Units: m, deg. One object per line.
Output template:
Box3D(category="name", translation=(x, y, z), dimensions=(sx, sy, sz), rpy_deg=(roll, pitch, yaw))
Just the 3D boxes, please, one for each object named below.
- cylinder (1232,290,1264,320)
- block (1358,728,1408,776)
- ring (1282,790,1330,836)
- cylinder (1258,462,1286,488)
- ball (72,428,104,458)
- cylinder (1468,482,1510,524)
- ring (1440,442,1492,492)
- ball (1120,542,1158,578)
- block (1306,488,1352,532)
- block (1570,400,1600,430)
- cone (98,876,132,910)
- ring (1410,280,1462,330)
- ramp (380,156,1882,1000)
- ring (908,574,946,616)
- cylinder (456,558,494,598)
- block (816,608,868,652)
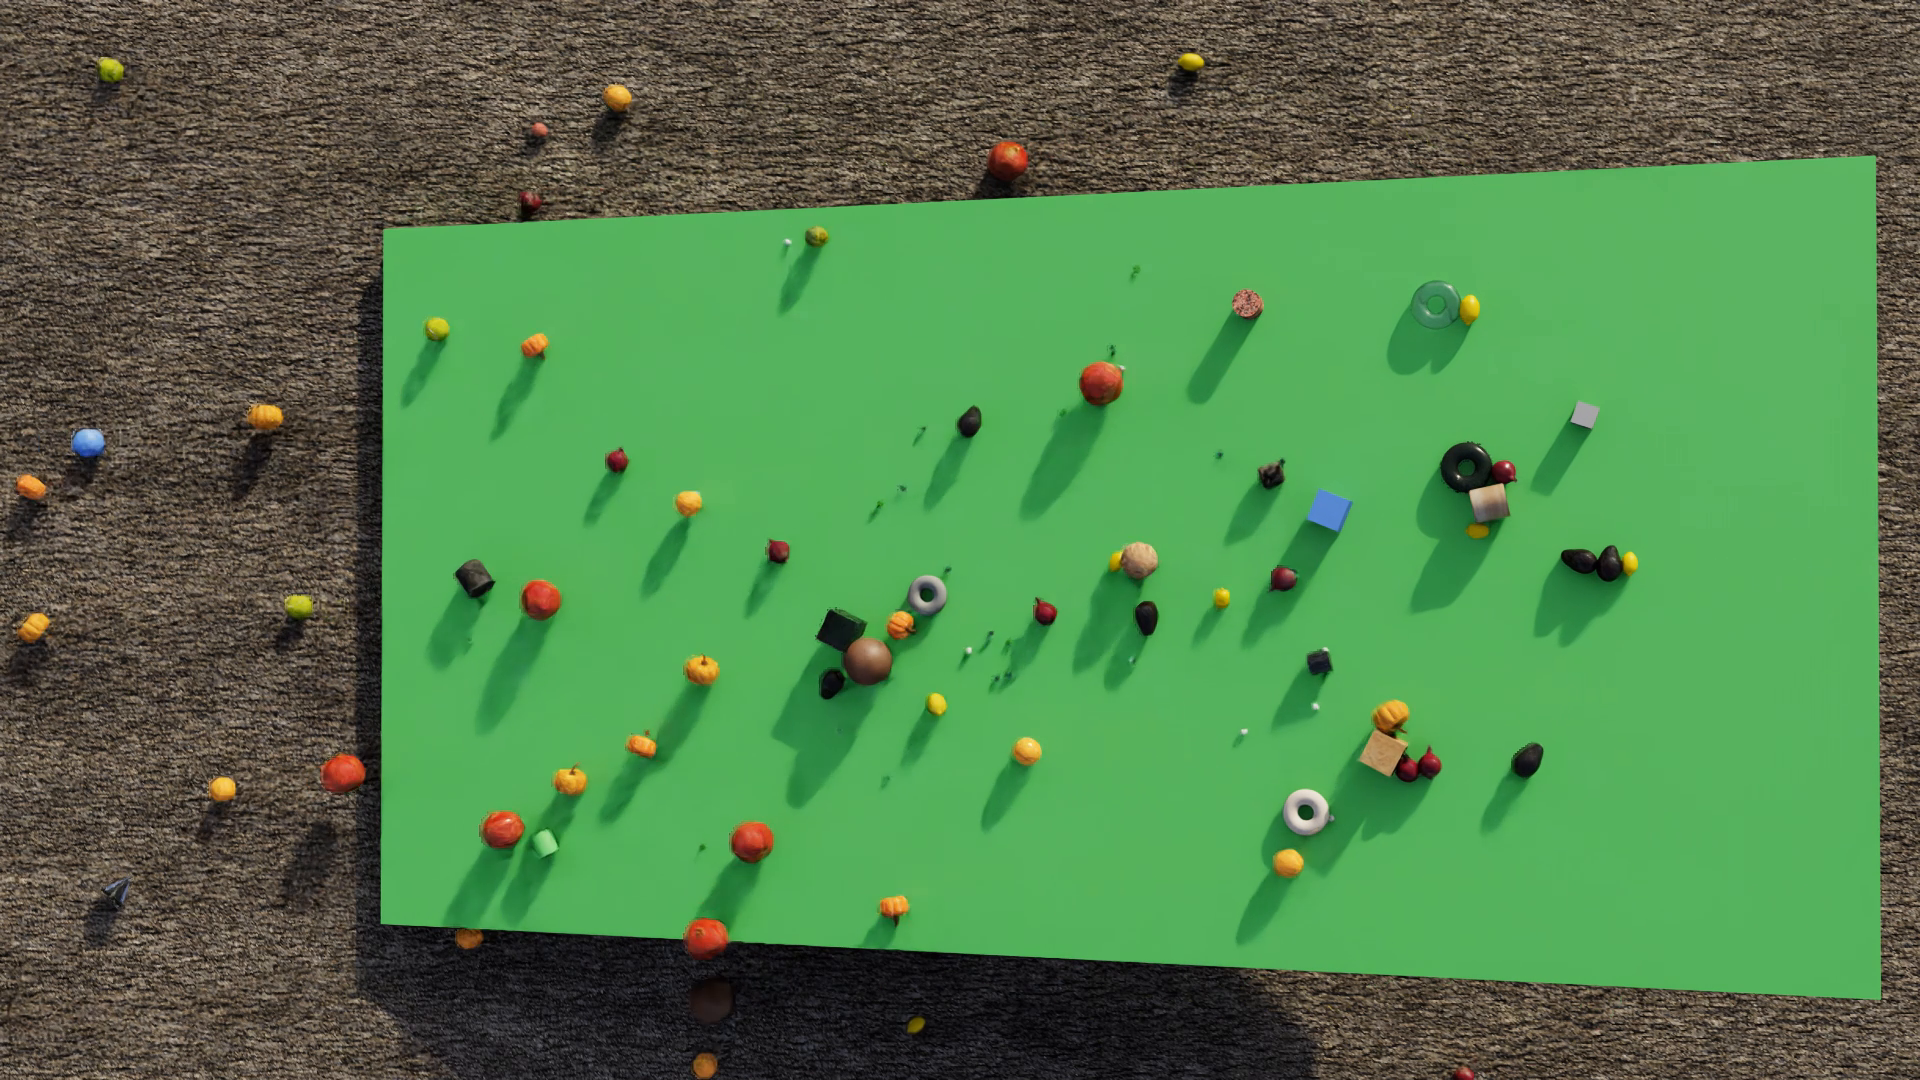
Box3D(category="cylinder", translation=(0.734, -0.600, 5.605), dimensions=(0.070, 0.070, 0.070), rpy_deg=(0, 89, 16))
Box3D(category="block", translation=(1.057, 0.529, 5.485), dimensions=(0.087, 0.087, 0.087), rpy_deg=(28, 97, 15))
Box3D(category="ring", translation=(0.875, 0.689, 5.561), dimensions=(0.118, 0.039, 0.118), rpy_deg=(0, 90, 17))
Box3D(category="cylinder", translation=(0.793, -0.164, 5.590), dimensions=(0.054, 0.054, 0.054), rpy_deg=(-20, 89, 15))
Box3D(category="ball", translation=(-2.531, -0.282, 6.390), dimensions=(0.085, 0.085, 0.085), rpy_deg=(0, 89, 0))
Box3D(category="cylinder", translation=(1.307, -0.091, 5.423), dimensions=(0.084, 0.084, 0.084), rpy_deg=(-13, 89, 16))
Box3D(category="ring", translation=(1.258, -0.180, 5.461), dimensions=(0.126, 0.042, 0.126), rpy_deg=(-1, 88, 17))
Box3D(category="ball", translation=(0.461, 0.052, 5.661), dimensions=(0.094, 0.094, 0.094), rpy_deg=(0, 89, 0))
Box3D(category="block", translation=(0.931, -0.074, 5.533), dimensions=(0.082, 0.082, 0.082), rpy_deg=(23, 95, 15))
Box3D(category="block", translation=(1.529, -0.304, 5.377), dimensions=(0.054, 0.054, 0.054), rpy_deg=(21, 95, 16))
Box3D(category="cone", translation=(-2.441, 1.012, 6.394), dimensions=(0.088, 0.088, 0.088), rpy_deg=(38, 63, 1))
Box3D(category="ring", translation=(1.188, -0.587, 5.487), dimensions=(0.124, 0.041, 0.124), rpy_deg=(-1, 88, 16))
Box3D(category="ramp", translation=(0.270, 0.095, 5.819), dimensions=(4.000, 0.100, 2.000), rpy_deg=(0, 89, 16))
Box3D(category="ring", translation=(-0.086, 0.147, 5.851), dimensions=(0.109, 0.036, 0.109), rpy_deg=(0, 90, 17))
Box3D(category="cylinder", translation=(-1.369, 0.108, 6.202), dimensions=(0.080, 0.080, 0.080), rpy_deg=(-36, 79, 0))
Box3D(category="block", translation=(-0.316, 0.242, 5.890), dimensions=(0.087, 0.087, 0.087), rpy_deg=(27, 96, 15))
